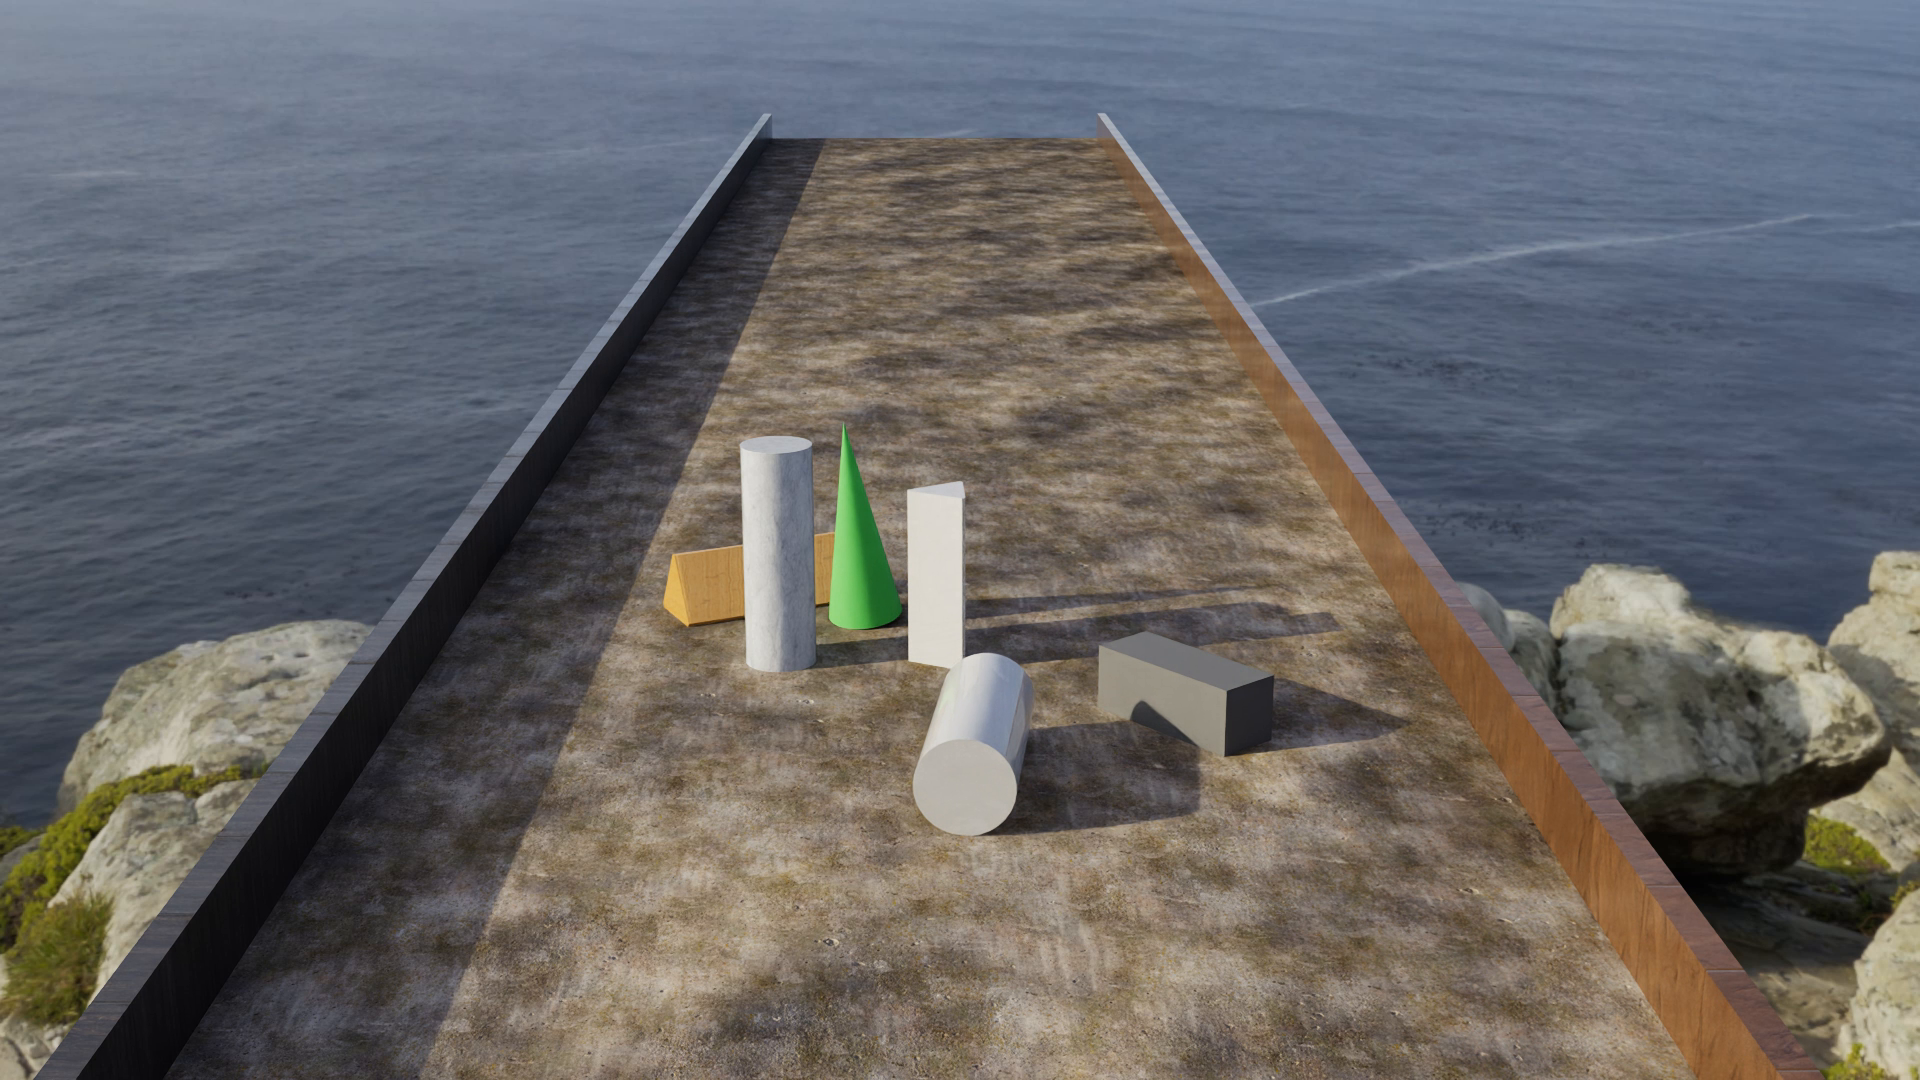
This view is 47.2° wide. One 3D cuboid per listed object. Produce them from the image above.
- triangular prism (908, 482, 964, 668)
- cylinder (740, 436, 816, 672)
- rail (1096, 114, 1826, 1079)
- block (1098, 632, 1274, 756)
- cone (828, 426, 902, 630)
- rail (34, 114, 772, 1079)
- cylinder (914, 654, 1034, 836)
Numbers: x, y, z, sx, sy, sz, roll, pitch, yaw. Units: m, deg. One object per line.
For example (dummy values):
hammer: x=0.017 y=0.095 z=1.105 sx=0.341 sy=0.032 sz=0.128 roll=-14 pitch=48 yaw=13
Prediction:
triangular prism: x=-0.023 y=0.066 z=4.383 sx=0.126 sy=0.354 sz=0.109 roll=8 pitch=19 yaw=26
cylinder: x=-0.359 y=0.027 z=4.352 sx=0.141 sy=0.446 sz=0.141 roll=0 pitch=17 yaw=0
rail: x=0.932 y=-0.844 z=7.801 sx=0.050 sy=0.150 sz=12.000 roll=0 pitch=17 yaw=-1
block: x=0.414 y=0.281 z=4.063 sx=0.126 sy=0.126 sz=0.323 roll=-14 pitch=21 yaw=-39
cone: x=-0.219 y=-0.044 z=4.576 sx=0.157 sy=0.436 sz=0.157 roll=-4 pitch=24 yaw=2
rail: x=-1.118 y=-0.838 z=7.780 sx=0.050 sy=0.150 sz=12.000 roll=0 pitch=17 yaw=-1
cylinder: x=0.029 y=0.343 z=3.773 sx=0.170 sy=0.170 sz=0.418 roll=2 pitch=17 yaw=6
